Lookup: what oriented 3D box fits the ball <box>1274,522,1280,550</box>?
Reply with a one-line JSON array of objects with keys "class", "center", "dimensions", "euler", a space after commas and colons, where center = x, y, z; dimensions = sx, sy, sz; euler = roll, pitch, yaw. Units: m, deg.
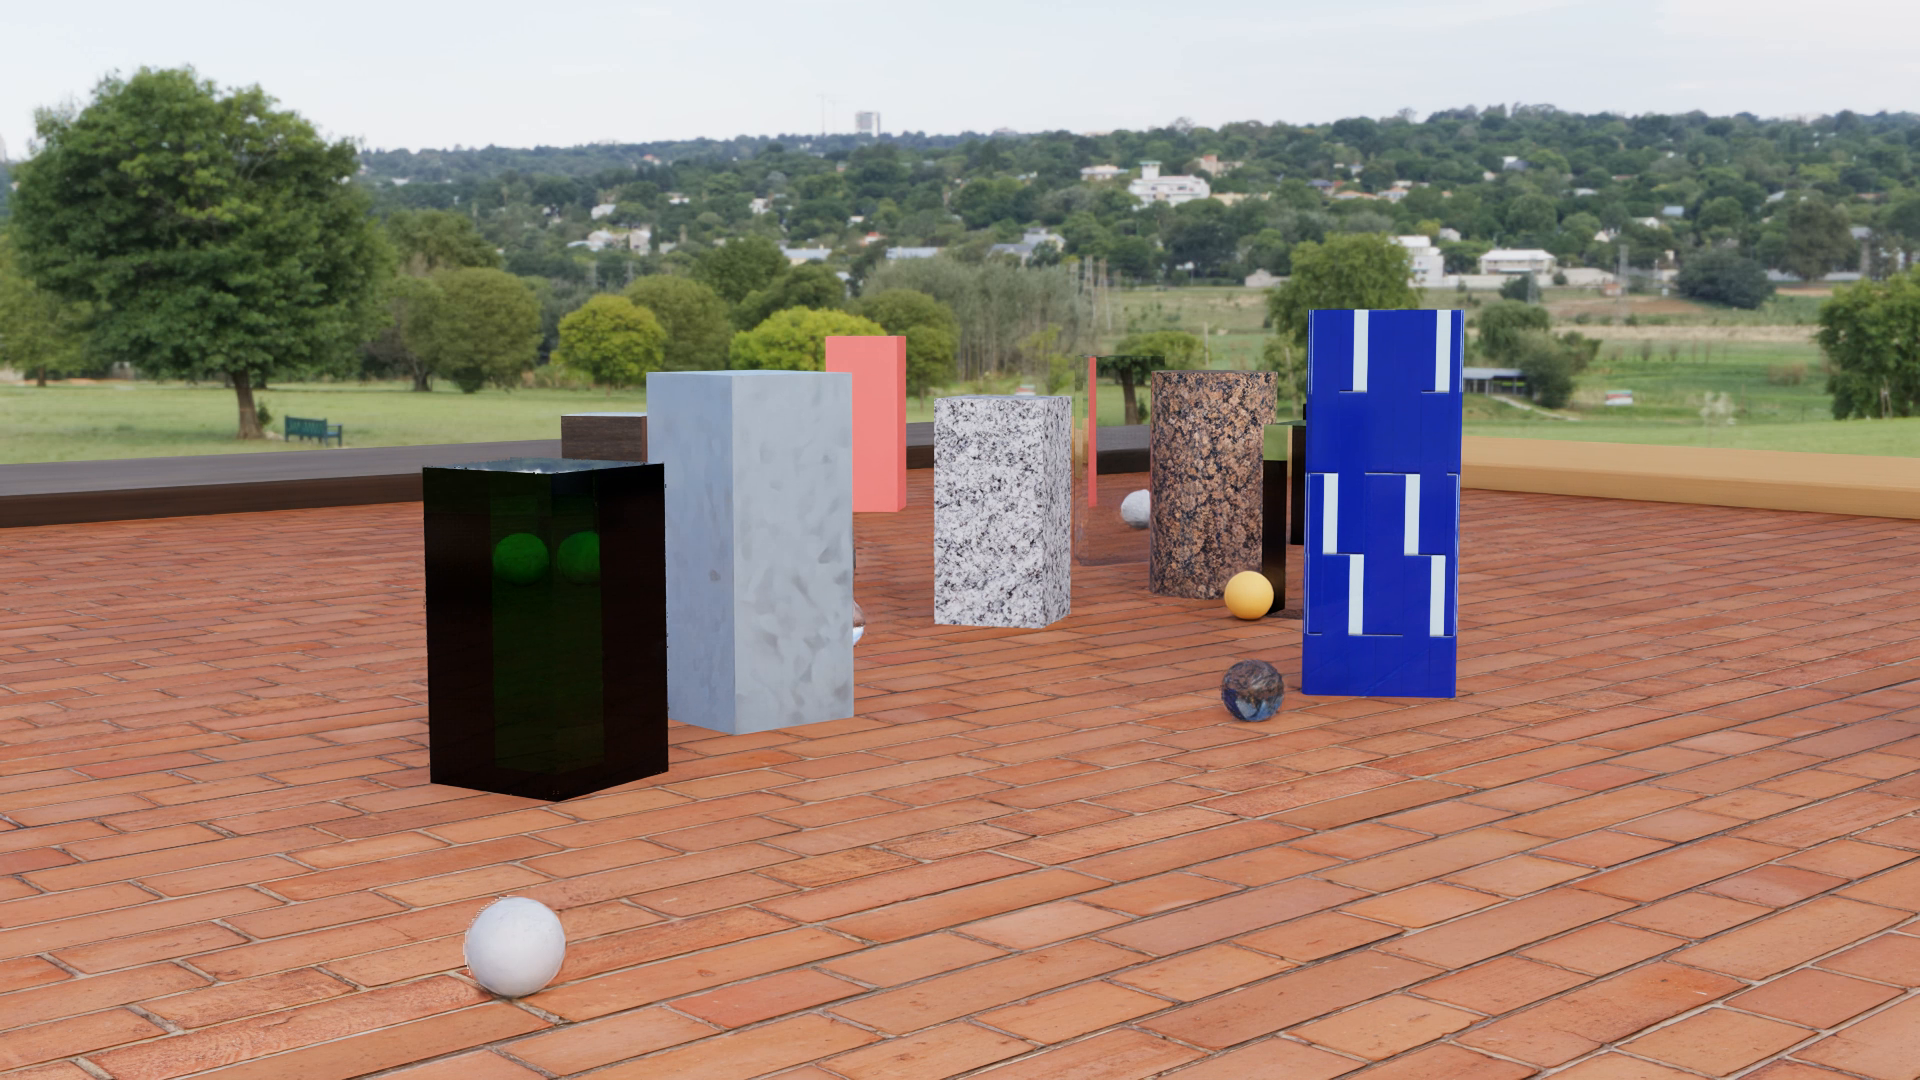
[{"class": "ball", "center": [0.528, -0.010, 3.941], "dimensions": [0.092, 0.092, 0.092], "euler": [0, 6, 0]}]

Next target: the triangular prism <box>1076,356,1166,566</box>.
[{"class": "triangular prism", "center": [0.251, -0.146, 3.931], "dimensions": [0.172, 0.365, 0.149], "euler": [-4, 7, -32]}]

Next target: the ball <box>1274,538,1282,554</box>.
[{"class": "ball", "center": [0.559, 0.004, 4.004], "dimensions": [0.051, 0.051, 0.051], "euler": [0, 6, 0]}]

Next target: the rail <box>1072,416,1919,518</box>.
[{"class": "rail", "center": [1.786, -0.137, 4.970], "dimensions": [0.045, 0.129, 4.422], "euler": [-5, 8, -42]}]

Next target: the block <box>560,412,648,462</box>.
[{"class": "block", "center": [-0.654, -0.116, 4.198], "dimensions": [0.159, 0.249, 0.159], "euler": [1, 6, 12]}]

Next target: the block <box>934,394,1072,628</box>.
[{"class": "block", "center": [0.063, -0.045, 3.173], "dimensions": [0.159, 0.321, 0.159], "euler": [2, 6, 17]}]

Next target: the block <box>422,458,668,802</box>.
[{"class": "block", "center": [-0.392, 0.078, 2.091], "dimensions": [0.159, 0.300, 0.159], "euler": [4, 7, 32]}]

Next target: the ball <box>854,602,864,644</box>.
[{"class": "ball", "center": [-0.162, 0.109, 2.882], "dimensions": [0.074, 0.074, 0.074], "euler": [0, 6, 0]}]

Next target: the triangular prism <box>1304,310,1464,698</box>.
[{"class": "triangular prism", "center": [0.495, -0.048, 2.601], "dimensions": [0.172, 0.446, 0.149], "euler": [1, 6, 7]}]

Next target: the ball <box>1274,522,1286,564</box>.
[{"class": "ball", "center": [0.516, 0.003, 3.804], "dimensions": [0.094, 0.094, 0.094], "euler": [0, 6, 0]}]

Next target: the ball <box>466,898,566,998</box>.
[{"class": "ball", "center": [-0.289, 0.265, 1.433], "dimensions": [0.064, 0.064, 0.064], "euler": [0, 6, 0]}]

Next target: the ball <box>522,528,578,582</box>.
[{"class": "ball", "center": [-0.673, 0.026, 3.610], "dimensions": [0.089, 0.089, 0.089], "euler": [0, 6, 0]}]

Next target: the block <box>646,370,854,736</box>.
[{"class": "block", "center": [-0.229, 0.006, 2.405], "dimensions": [0.159, 0.378, 0.159], "euler": [-5, 8, -41]}]

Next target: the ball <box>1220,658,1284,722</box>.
[{"class": "ball", "center": [0.318, 0.163, 2.390], "dimensions": [0.068, 0.068, 0.068], "euler": [0, 6, 0]}]

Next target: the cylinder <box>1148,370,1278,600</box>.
[{"class": "cylinder", "center": [0.401, -0.092, 3.485], "dimensions": [0.199, 0.349, 0.199], "euler": [0, 6, 0]}]

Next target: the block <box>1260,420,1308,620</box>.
[{"class": "block", "center": [0.547, -0.031, 3.225], "dimensions": [0.159, 0.281, 0.159], "euler": [3, 7, 28]}]

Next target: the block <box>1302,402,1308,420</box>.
[{"class": "block", "center": [0.762, -0.133, 4.277], "dimensions": [0.159, 0.267, 0.159], "euler": [2, 6, 23]}]

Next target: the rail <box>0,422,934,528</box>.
[{"class": "rail", "center": [-1.483, -0.133, 4.930], "dimensions": [4.906, 0.129, 0.045], "euler": [-5, 8, -42]}]

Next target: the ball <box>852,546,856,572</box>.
[{"class": "ball", "center": [-0.216, 0.030, 3.521], "dimensions": [0.099, 0.099, 0.099], "euler": [0, 6, 0]}]

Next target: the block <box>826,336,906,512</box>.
[{"class": "block", "center": [-0.210, -0.264, 4.947], "dimensions": [0.159, 0.388, 0.159], "euler": [1, 6, 6]}]

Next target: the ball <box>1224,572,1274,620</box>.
[{"class": "ball", "center": [0.417, 0.080, 3.175], "dimensions": [0.071, 0.071, 0.071], "euler": [0, 6, 0]}]
